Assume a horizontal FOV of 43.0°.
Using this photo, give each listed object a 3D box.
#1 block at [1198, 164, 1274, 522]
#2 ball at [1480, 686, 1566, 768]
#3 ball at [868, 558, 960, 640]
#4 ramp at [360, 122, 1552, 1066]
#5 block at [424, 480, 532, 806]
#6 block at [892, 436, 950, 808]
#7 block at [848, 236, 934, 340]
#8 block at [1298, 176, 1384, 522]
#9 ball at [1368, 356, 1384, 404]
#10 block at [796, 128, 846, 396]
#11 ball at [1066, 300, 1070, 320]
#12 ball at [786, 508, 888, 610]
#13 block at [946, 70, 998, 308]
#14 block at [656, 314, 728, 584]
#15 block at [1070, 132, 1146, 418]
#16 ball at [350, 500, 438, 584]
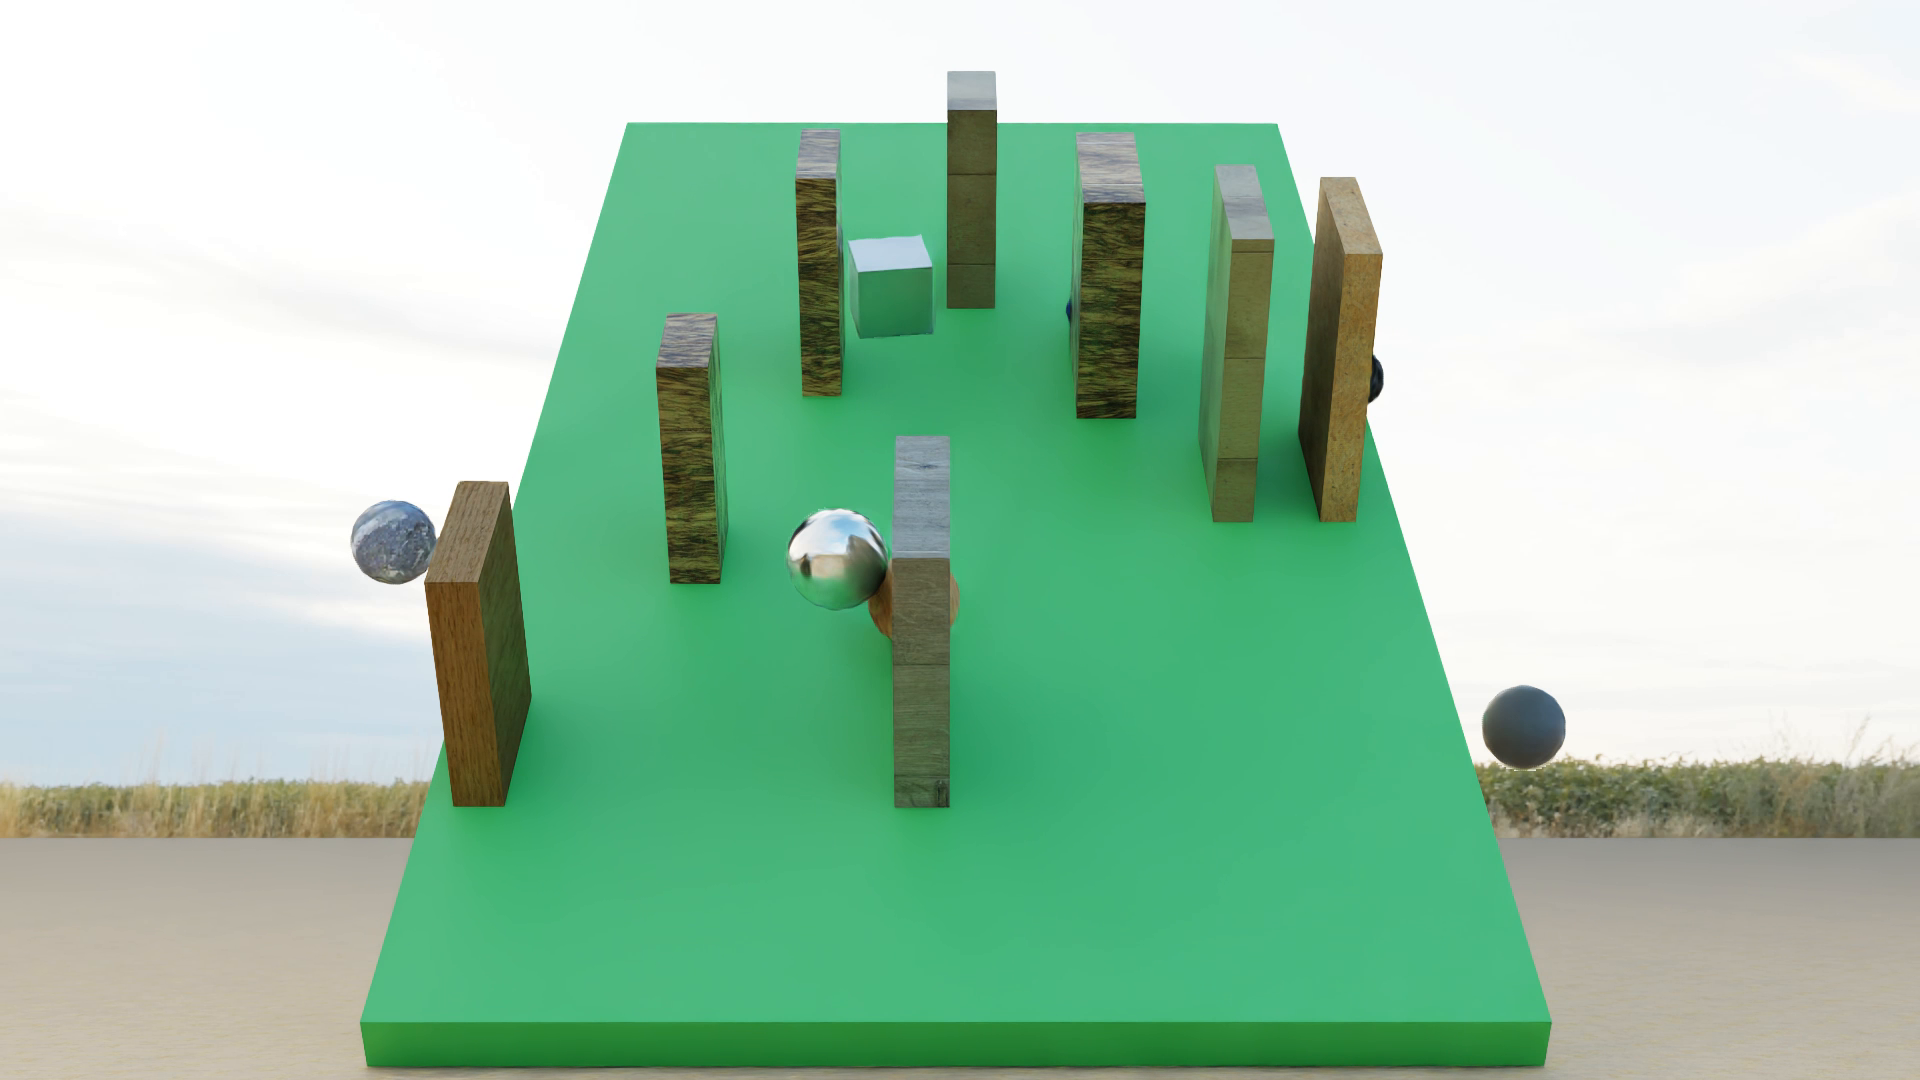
[{"bbox_3d":[0.614,-0.440,5.466,0.089,0.693,0.399,0,32,0],"label":"block"},{"bbox_3d":[1.312,0.435,5.676,0.194,0.194,0.194,0,-7,0],"label":"ball"},{"bbox_3d":[-0.095,0.121,4.984,0.190,0.190,0.190,0,-7,0],"label":"ball"},{"bbox_3d":[-0.014,-0.195,5.821,2.000,0.100,4.000,0,32,0],"label":"ramp"},{"bbox_3d":[-0.905,0.195,4.607,0.096,0.500,0.357,0,32,0],"label":"block"},{"bbox_3d":[-0.071,0.152,4.631,0.104,0.554,0.443,0,32,0],"label":"block"},{"bbox_3d":[-0.179,-0.652,6.286,0.191,0.191,0.191,-5,32,-9],"label":"block"},{"bbox_3d":[0.850,-0.429,5.481,0.080,0.660,0.409,0,32,0],"label":"block"},{"bbox_3d":[0.939,-0.386,5.821,0.148,0.148,0.148,0,-7,0],"label":"ball"},{"bbox_3d":[-0.339,-0.676,5.958,0.095,0.575,0.303,0,32,0],"label":"block"},{"bbox_3d":[0.328,-0.591,6.267,0.111,0.111,0.111,0,-7,0],"label":"ball"},{"bbox_3d":[-0.244,0.038,4.853,0.204,0.204,0.204,0,-7,0],"label":"ball"},{"bbox_3d":[0.029,-0.913,6.369,0.126,0.552,0.271,0,32,0],"label":"block"},{"bbox_3d":[-0.570,-0.194,5.220,0.107,0.524,0.249,0,32,0],"label":"block"},{"bbox_3d":[0.353,-0.644,5.921,0.142,0.564,0.422,0,32,0],"label":"block"},{"bbox_3d":[-1.266,0.004,5.455,0.191,0.191,0.191,0,-7,0],"label":"ball"}]
